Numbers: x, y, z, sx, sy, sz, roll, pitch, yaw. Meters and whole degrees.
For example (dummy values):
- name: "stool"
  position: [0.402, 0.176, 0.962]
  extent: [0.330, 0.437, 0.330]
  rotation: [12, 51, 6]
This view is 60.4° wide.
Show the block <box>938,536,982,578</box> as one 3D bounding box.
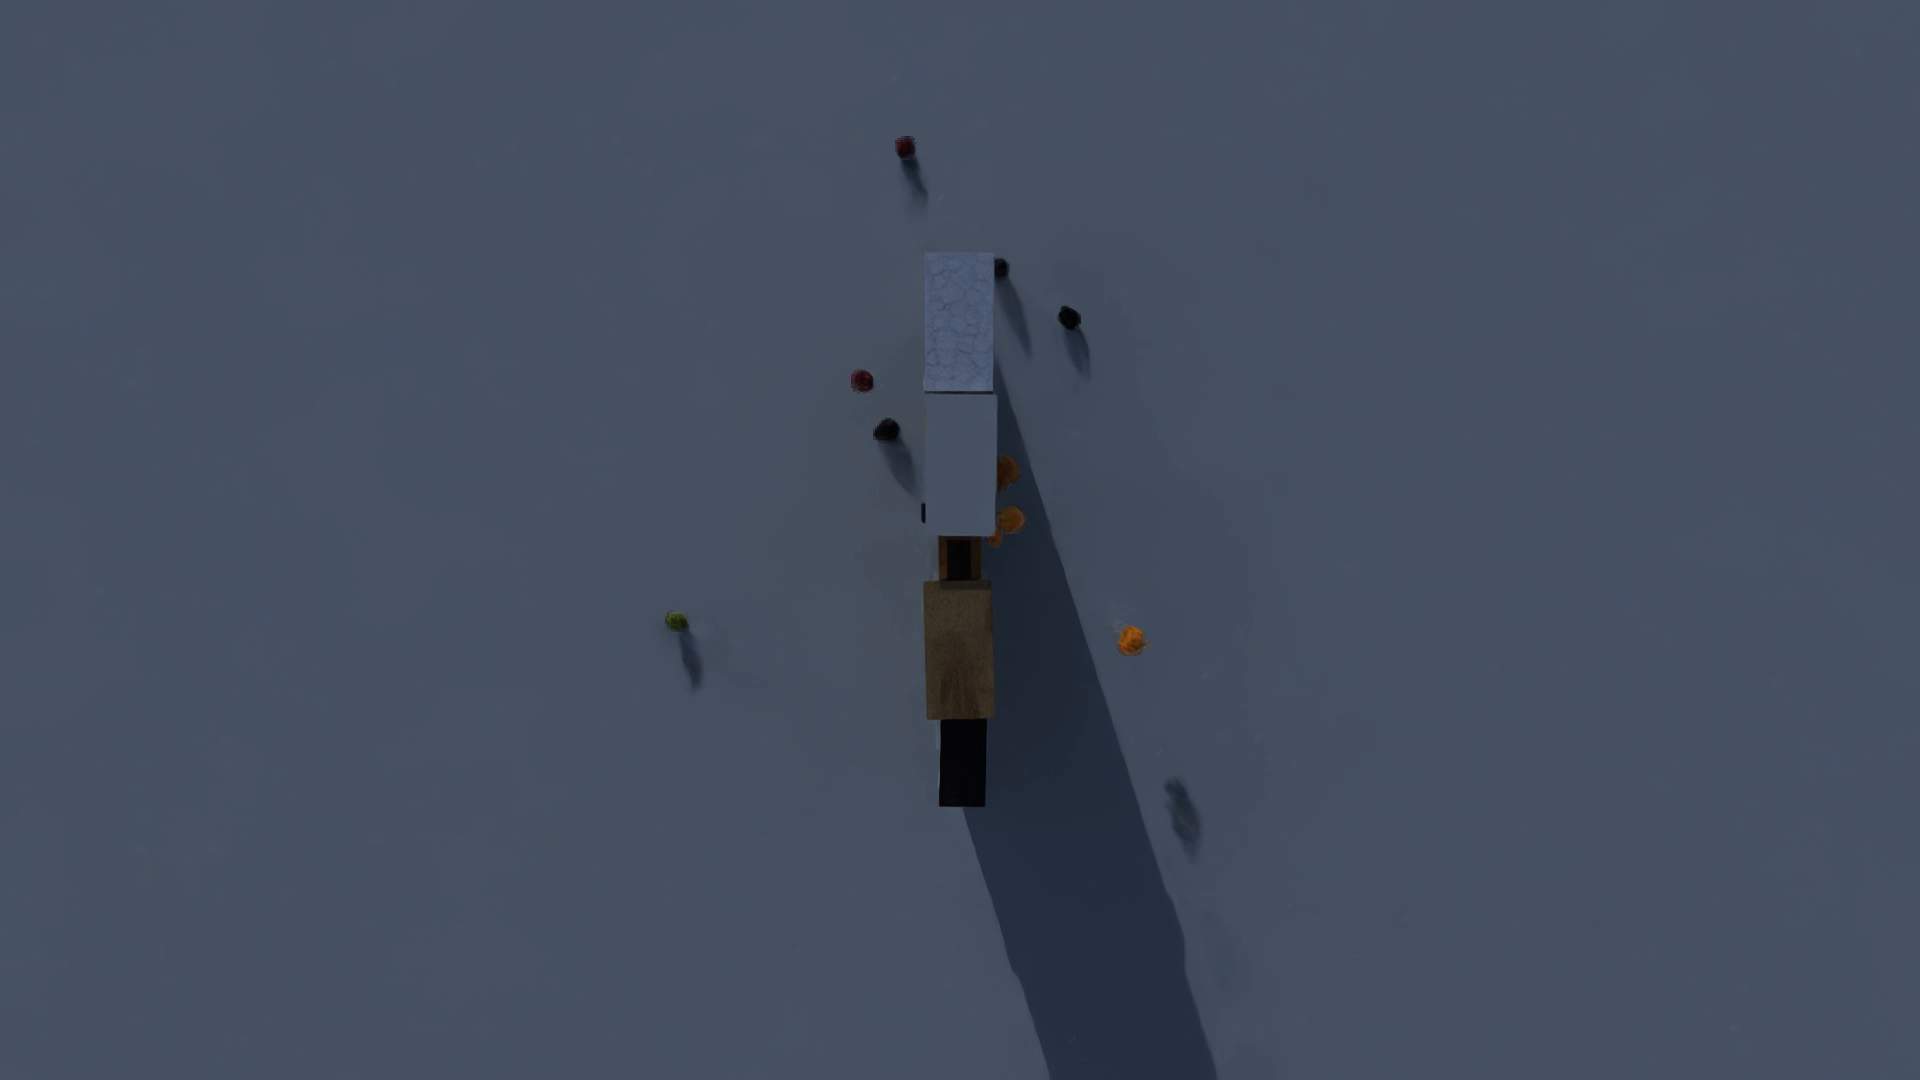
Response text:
- name: "block"
  position: [-0.001, -0.010, 4.340]
  extent: [0.112, 0.032, 0.223]
  rotation: [0, 90, 0]

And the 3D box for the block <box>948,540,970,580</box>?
- name: "block"
  position: [-0.002, 0.059, 4.198]
  extent: [0.059, 0.017, 0.117]
  rotation: [-1, 90, 0]

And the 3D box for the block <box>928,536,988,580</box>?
- name: "block"
  position: [-0.006, 0.032, 4.603]
  extent: [0.166, 0.047, 0.332]
  rotation: [0, 90, 0]

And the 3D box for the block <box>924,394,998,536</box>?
- name: "block"
  position: [0.003, -0.179, 3.962]
  extent: [0.169, 0.048, 0.338]
  rotation: [1, 90, 0]

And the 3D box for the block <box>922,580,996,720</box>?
- name: "block"
  position: [-0.002, 0.265, 4.003]
  extent: [0.167, 0.047, 0.334]
  rotation: [-2, 90, 0]

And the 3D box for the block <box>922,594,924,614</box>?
- name: "block"
  position: [-0.008, 0.156, 4.195]
  extent: [0.167, 0.334, 0.047]
  rotation: [0, 89, 0]

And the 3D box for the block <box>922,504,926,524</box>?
- name: "block"
  position: [-0.007, -0.067, 4.155]
  extent: [0.169, 0.338, 0.048]
  rotation: [-1, 90, 0]

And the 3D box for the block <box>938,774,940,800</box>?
- name: "block"
  position: [0.002, 0.646, 4.712]
  extent: [0.116, 1.112, 0.033]
  rotation: [-1, 89, 0]

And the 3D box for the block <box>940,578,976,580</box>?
- name: "block"
  position: [-0.005, 0.185, 4.376]
  extent: [0.095, 0.027, 0.189]
  rotation: [0, 90, 0]

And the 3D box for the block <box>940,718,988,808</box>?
- name: "block"
  position: [0.008, 0.552, 4.137]
  extent: [0.116, 0.033, 0.231]
  rotation: [1, 92, 0]

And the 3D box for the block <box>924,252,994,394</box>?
- name: "block"
  position: [-0.002, -0.527, 4.007]
  extent: [0.168, 0.048, 0.336]
  rotation: [0, 90, 0]

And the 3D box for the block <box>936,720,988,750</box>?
- name: "block"
  position: [0.004, 0.418, 4.404]
  extent: [0.137, 0.039, 0.275]
  rotation: [-1, 89, 0]

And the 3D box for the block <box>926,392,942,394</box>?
- name: "block"
  position: [-0.005, -0.405, 4.199]
  extent: [0.168, 0.336, 0.048]
  rotation: [0, 90, 0]
